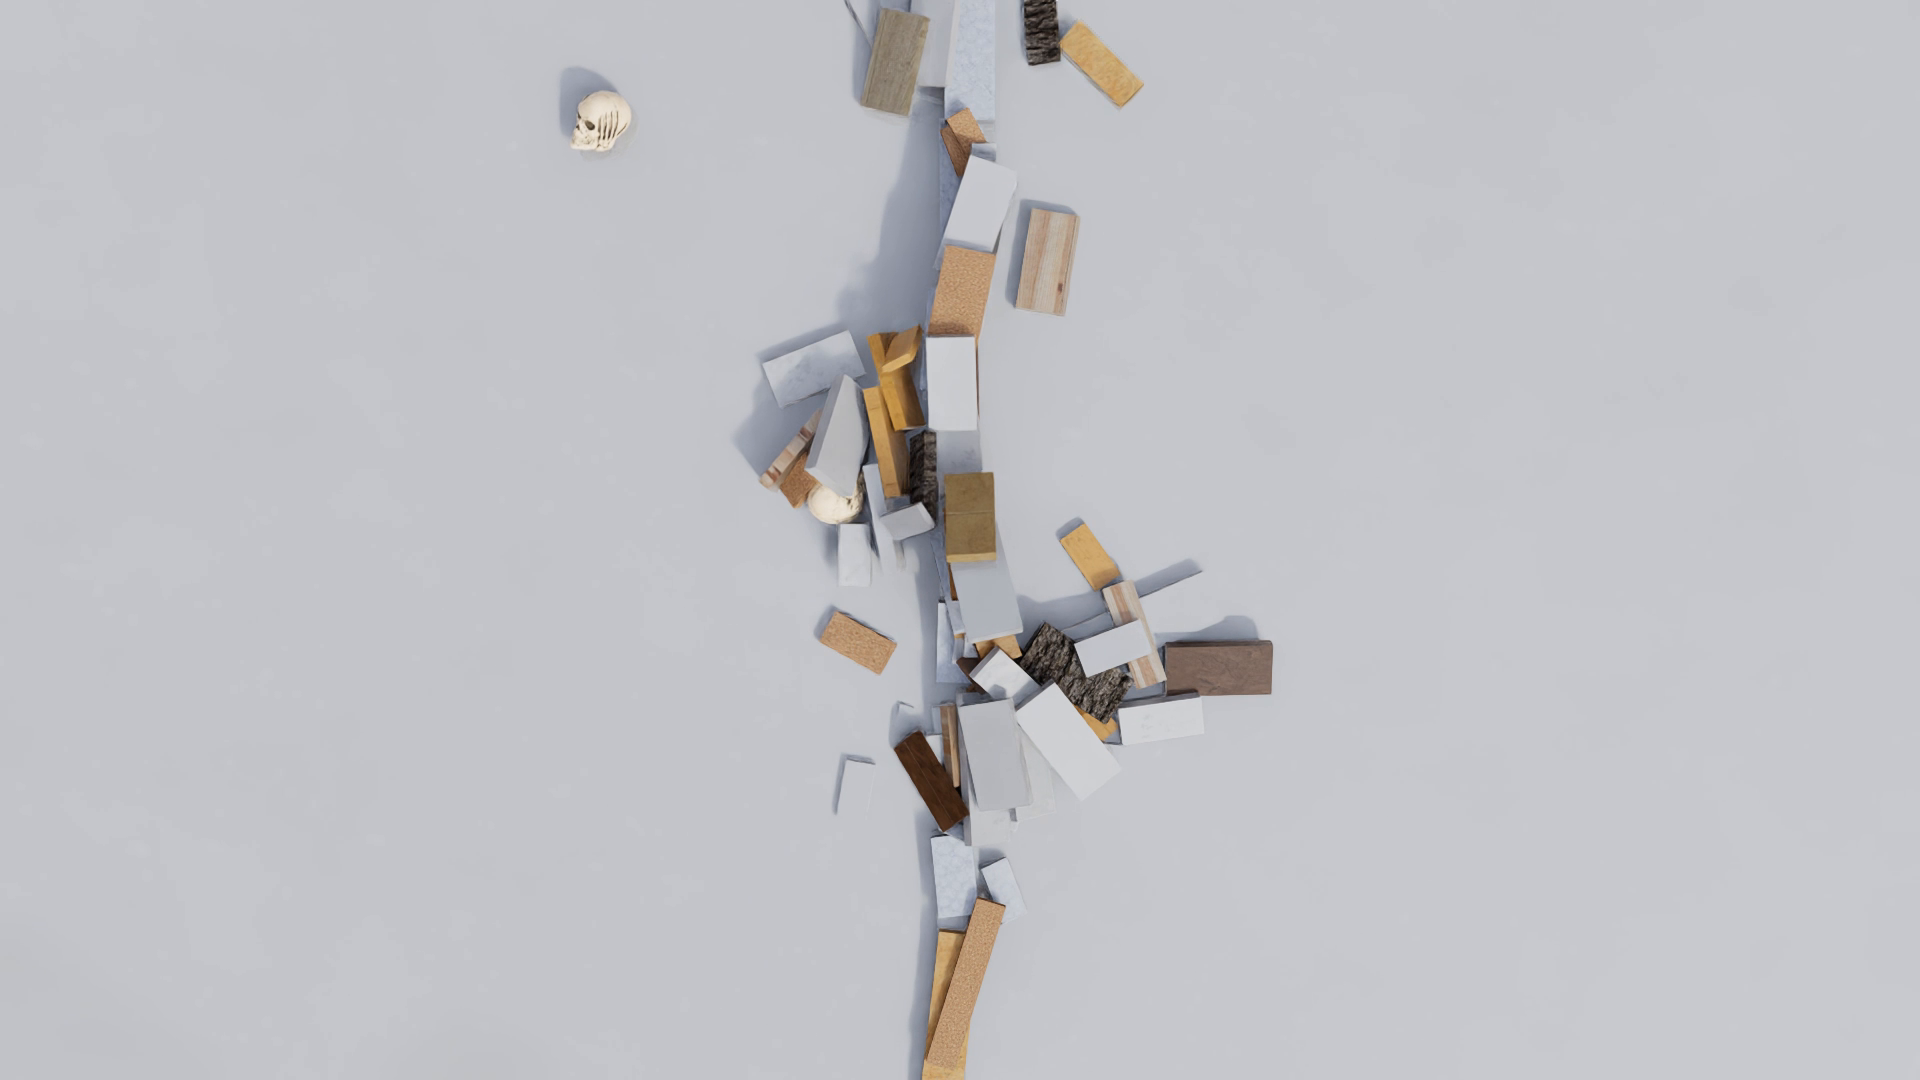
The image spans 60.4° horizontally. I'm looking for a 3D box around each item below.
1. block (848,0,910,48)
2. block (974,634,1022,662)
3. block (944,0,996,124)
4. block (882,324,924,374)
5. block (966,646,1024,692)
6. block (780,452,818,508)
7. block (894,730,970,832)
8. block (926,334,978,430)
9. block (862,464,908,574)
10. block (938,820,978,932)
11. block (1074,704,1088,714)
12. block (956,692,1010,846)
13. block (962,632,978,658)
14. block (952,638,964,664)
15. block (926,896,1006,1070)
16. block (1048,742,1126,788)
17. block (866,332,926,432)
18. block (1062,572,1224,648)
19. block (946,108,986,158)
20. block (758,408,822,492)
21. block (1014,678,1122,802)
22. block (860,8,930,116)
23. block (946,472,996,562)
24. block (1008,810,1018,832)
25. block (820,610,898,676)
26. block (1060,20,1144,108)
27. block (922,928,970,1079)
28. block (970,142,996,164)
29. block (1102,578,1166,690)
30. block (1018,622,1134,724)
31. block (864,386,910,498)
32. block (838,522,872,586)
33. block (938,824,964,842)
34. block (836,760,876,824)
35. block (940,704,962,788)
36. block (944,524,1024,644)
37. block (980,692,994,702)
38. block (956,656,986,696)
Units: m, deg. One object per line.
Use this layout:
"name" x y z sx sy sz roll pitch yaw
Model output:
"block" -0.292 -1.819 5.477 0.165 0.047 0.330 -28 90 0
"block" 0.095 0.280 5.332 0.130 0.037 0.260 -23 108 -9
"block" 0.034 -1.945 5.456 0.165 0.047 1.137 0 88 0
"block" -0.184 -0.618 5.329 0.103 0.207 0.029 -23 116 22
"block" 0.120 0.441 5.471 0.233 0.013 0.046 -40 134 -4
"block" -0.519 -0.197 5.420 0.092 0.026 0.184 55 130 19
"block" -0.093 0.792 5.415 0.117 0.033 0.319 -43 73 36
"block" -0.026 -0.503 5.270 0.153 0.043 0.307 -1 111 3
"block" -0.245 -0.070 5.408 0.051 0.179 0.358 -11 90 8
"block" -0.005 1.083 5.481 0.133 0.038 0.438 1 90 0
"block" 0.341 0.559 5.469 0.165 0.023 0.082 -22 88 12
"block" 0.076 0.748 5.424 0.152 0.043 0.496 -1 86 -33
"block" 0.049 0.312 5.358 0.070 0.020 0.139 0 103 -15
"block" 0.002 0.364 5.414 0.046 0.013 0.092 8 104 -2
"block" 0.019 1.457 5.416 0.098 0.028 0.569 17 92 -1
"block" 0.408 0.737 5.481 0.274 0.039 0.137 6 90 0
"block" -0.208 -0.521 5.418 0.045 0.160 0.320 -17 90 23
"block" 0.606 0.284 5.475 0.512 0.049 0.174 -23 90 0
"block" 0.030 -1.323 5.398 0.081 0.023 0.163 -30 104 2
"block" -0.536 -0.292 5.422 0.043 0.153 0.307 40 90 4
"block" 0.348 0.654 5.389 0.174 0.049 0.384 -38 104 1
"block" -0.213 -1.567 5.413 0.160 0.045 0.320 19 103 23
"block" 0.034 -0.073 5.165 0.153 0.043 0.307 -3 56 3
"block" 0.172 0.879 5.488 0.082 0.023 0.165 18 90 0
"block" -0.338 0.342 5.483 0.233 0.033 0.117 29 90 0
"block" 0.466 -1.577 5.472 0.298 0.029 0.104 45 105 0
"block" -0.057 1.782 5.462 0.137 0.039 0.979 7 92 0
"block" 0.076 -1.219 5.408 0.081 0.023 0.163 -3 112 -9
"block" 0.575 0.311 5.436 0.104 0.029 0.350 -19 90 0
"block" 0.379 0.438 5.419 0.347 0.049 0.174 33 86 0
"block" -0.228 -0.321 5.407 0.051 0.179 0.358 -12 90 17
"block" -0.347 0.048 5.423 0.103 0.029 0.207 1 102 -7
"block" -0.017 0.954 5.429 0.095 0.014 0.048 24 59 20
"block" -0.346 0.836 5.486 0.098 0.028 0.196 10 90 0
"block" 0.009 0.672 5.444 0.133 0.038 0.266 -5 90 -39
"block" 0.071 0.136 5.129 0.174 0.049 0.348 -12 70 -3
"block" 0.154 0.631 5.435 0.152 0.043 0.304 -5 88 -34
"block" 0.056 0.433 5.383 0.070 0.020 0.139 -35 78 -12
